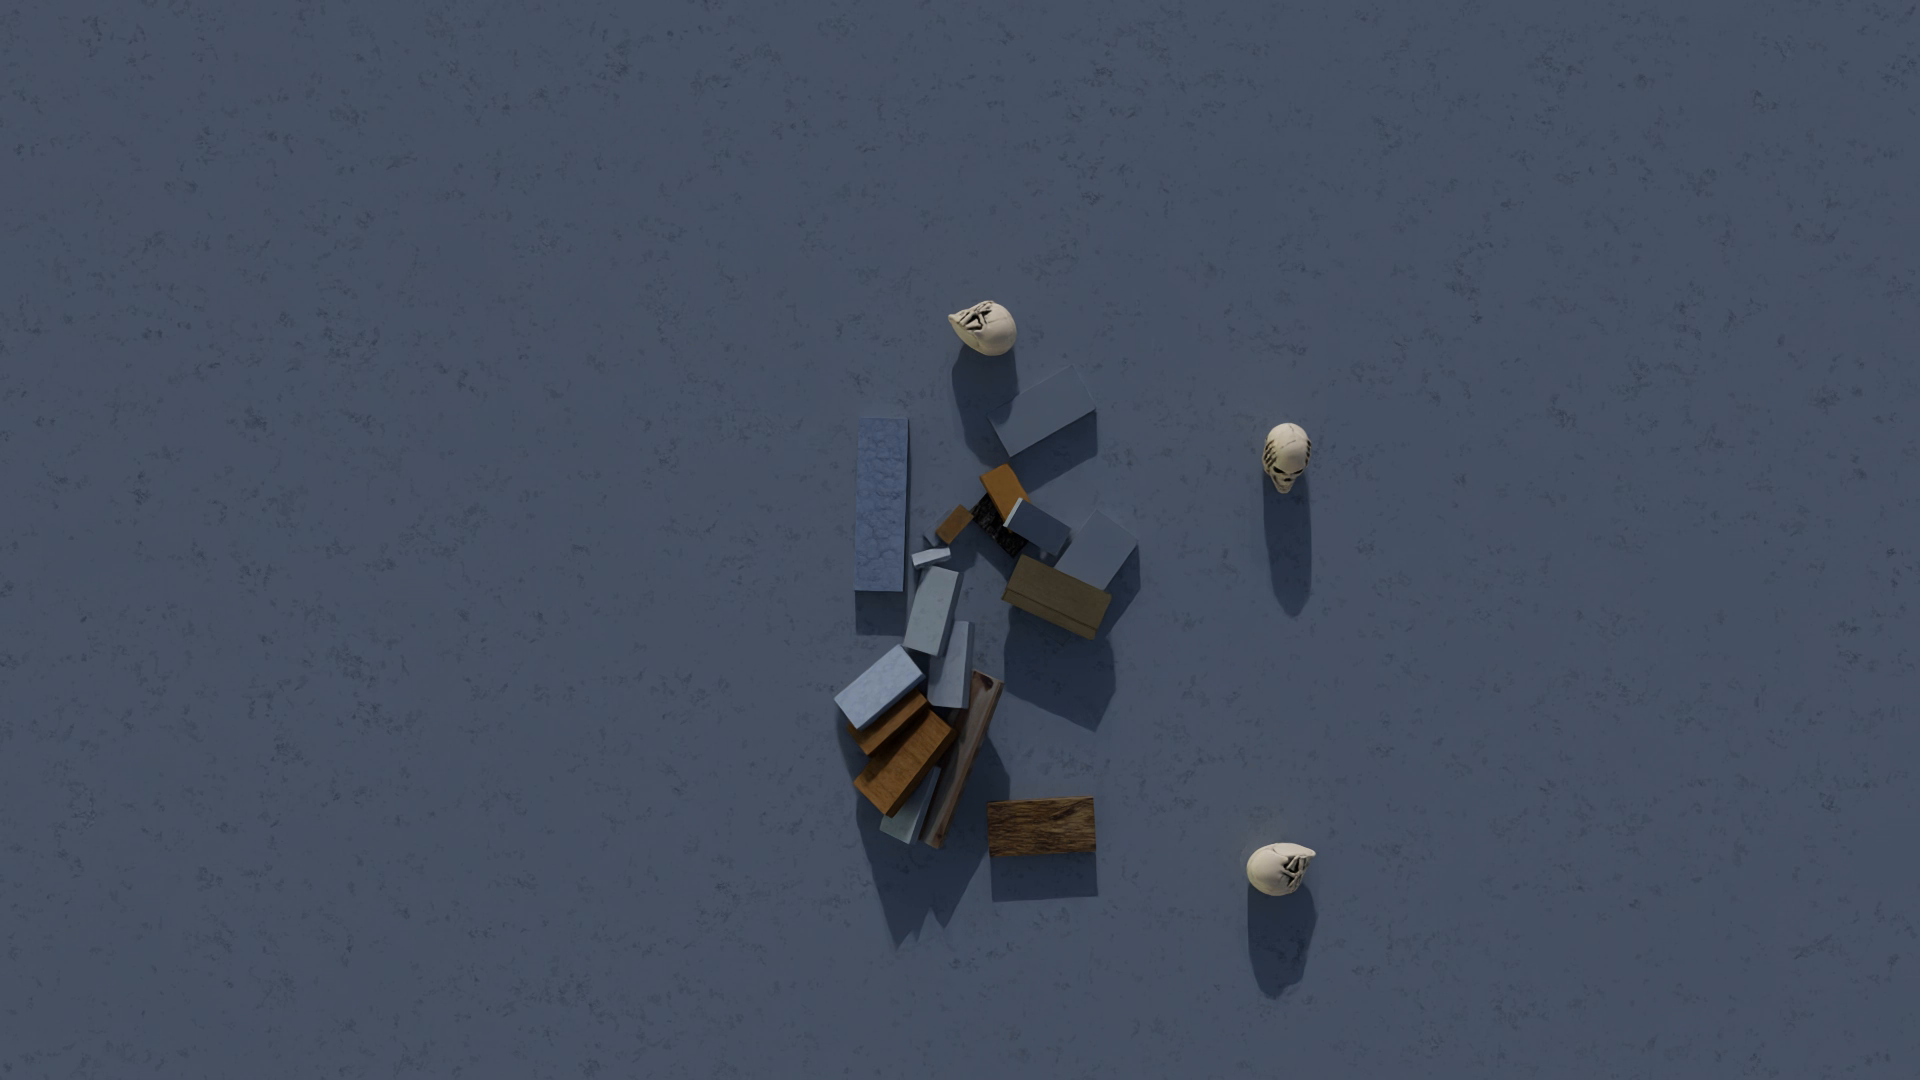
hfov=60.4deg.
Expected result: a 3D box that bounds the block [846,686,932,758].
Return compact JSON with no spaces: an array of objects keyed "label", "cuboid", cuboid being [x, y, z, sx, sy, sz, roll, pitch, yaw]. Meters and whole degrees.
[{"label":"block","cuboid":[-0.236,0.583,5.448,0.266,0.038,0.133,-42,57,0]}]

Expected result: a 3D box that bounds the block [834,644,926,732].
[{"label":"block","cuboid":[-0.264,0.488,5.449,0.283,0.040,0.141,-40,62,0]}]

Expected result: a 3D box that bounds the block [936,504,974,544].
[{"label":"block","cuboid":[-0.018,-0.053,5.466,0.063,0.018,0.126,43,96,0]}]

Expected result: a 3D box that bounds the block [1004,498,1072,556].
[{"label":"block","cuboid":[0.257,-0.042,5.440,0.213,0.030,0.107,30,89,-25]}]

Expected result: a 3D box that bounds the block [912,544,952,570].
[{"label":"block","cuboid":[-0.094,0.055,5.469,0.126,0.063,0.018,-17,126,0]}]

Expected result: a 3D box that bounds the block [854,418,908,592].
[{"label":"block","cuboid":[-0.262,-0.118,5.477,0.165,0.047,0.573,2,90,0]}]

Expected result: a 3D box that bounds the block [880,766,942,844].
[{"label":"block","cuboid":[-0.164,0.855,5.444,0.133,0.038,0.266,19,91,36]}]

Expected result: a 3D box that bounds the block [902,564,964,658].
[{"label":"block","cuboid":[-0.087,0.231,5.445,0.141,0.040,0.283,14,90,33]}]

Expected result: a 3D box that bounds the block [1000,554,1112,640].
[{"label":"block","cuboid":[0.318,0.188,5.427,0.329,0.047,0.165,25,90,0]}]

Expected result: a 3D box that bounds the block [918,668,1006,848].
[{"label":"block","cuboid":[-0.018,0.718,5.432,0.133,0.038,0.589,23,95,25]}]

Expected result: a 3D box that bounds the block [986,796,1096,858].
[{"label":"block","cuboid":[0.269,0.950,5.475,0.354,0.050,0.177,-3,90,0]}]

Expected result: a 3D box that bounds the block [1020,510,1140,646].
[{"label":"block","cuboid":[0.395,0.125,5.475,0.177,0.050,0.433,36,90,0]}]

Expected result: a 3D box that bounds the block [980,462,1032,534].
[{"label":"block","cuboid":[0.163,-0.140,5.462,0.107,0.030,0.213,-28,85,-15]}]

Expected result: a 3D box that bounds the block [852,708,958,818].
[{"label":"block","cuboid":[-0.179,0.719,5.426,0.177,0.050,0.354,38,90,38]}]

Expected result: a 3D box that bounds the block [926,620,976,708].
[{"label":"block","cuboid":[-0.030,0.408,5.430,0.141,0.040,0.283,1,83,35]}]

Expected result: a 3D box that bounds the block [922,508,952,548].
[{"label":"block","cuboid":[-0.058,-0.040,5.491,0.126,0.018,0.063,-42,90,0]}]

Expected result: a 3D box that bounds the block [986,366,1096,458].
[{"label":"block","cuboid":[0.269,-0.427,5.477,0.329,0.047,0.165,-30,90,0]}]

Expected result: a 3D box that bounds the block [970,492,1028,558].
[{"label":"block","cuboid":[0.136,-0.052,5.485,0.213,0.030,0.107,44,90,0]}]
